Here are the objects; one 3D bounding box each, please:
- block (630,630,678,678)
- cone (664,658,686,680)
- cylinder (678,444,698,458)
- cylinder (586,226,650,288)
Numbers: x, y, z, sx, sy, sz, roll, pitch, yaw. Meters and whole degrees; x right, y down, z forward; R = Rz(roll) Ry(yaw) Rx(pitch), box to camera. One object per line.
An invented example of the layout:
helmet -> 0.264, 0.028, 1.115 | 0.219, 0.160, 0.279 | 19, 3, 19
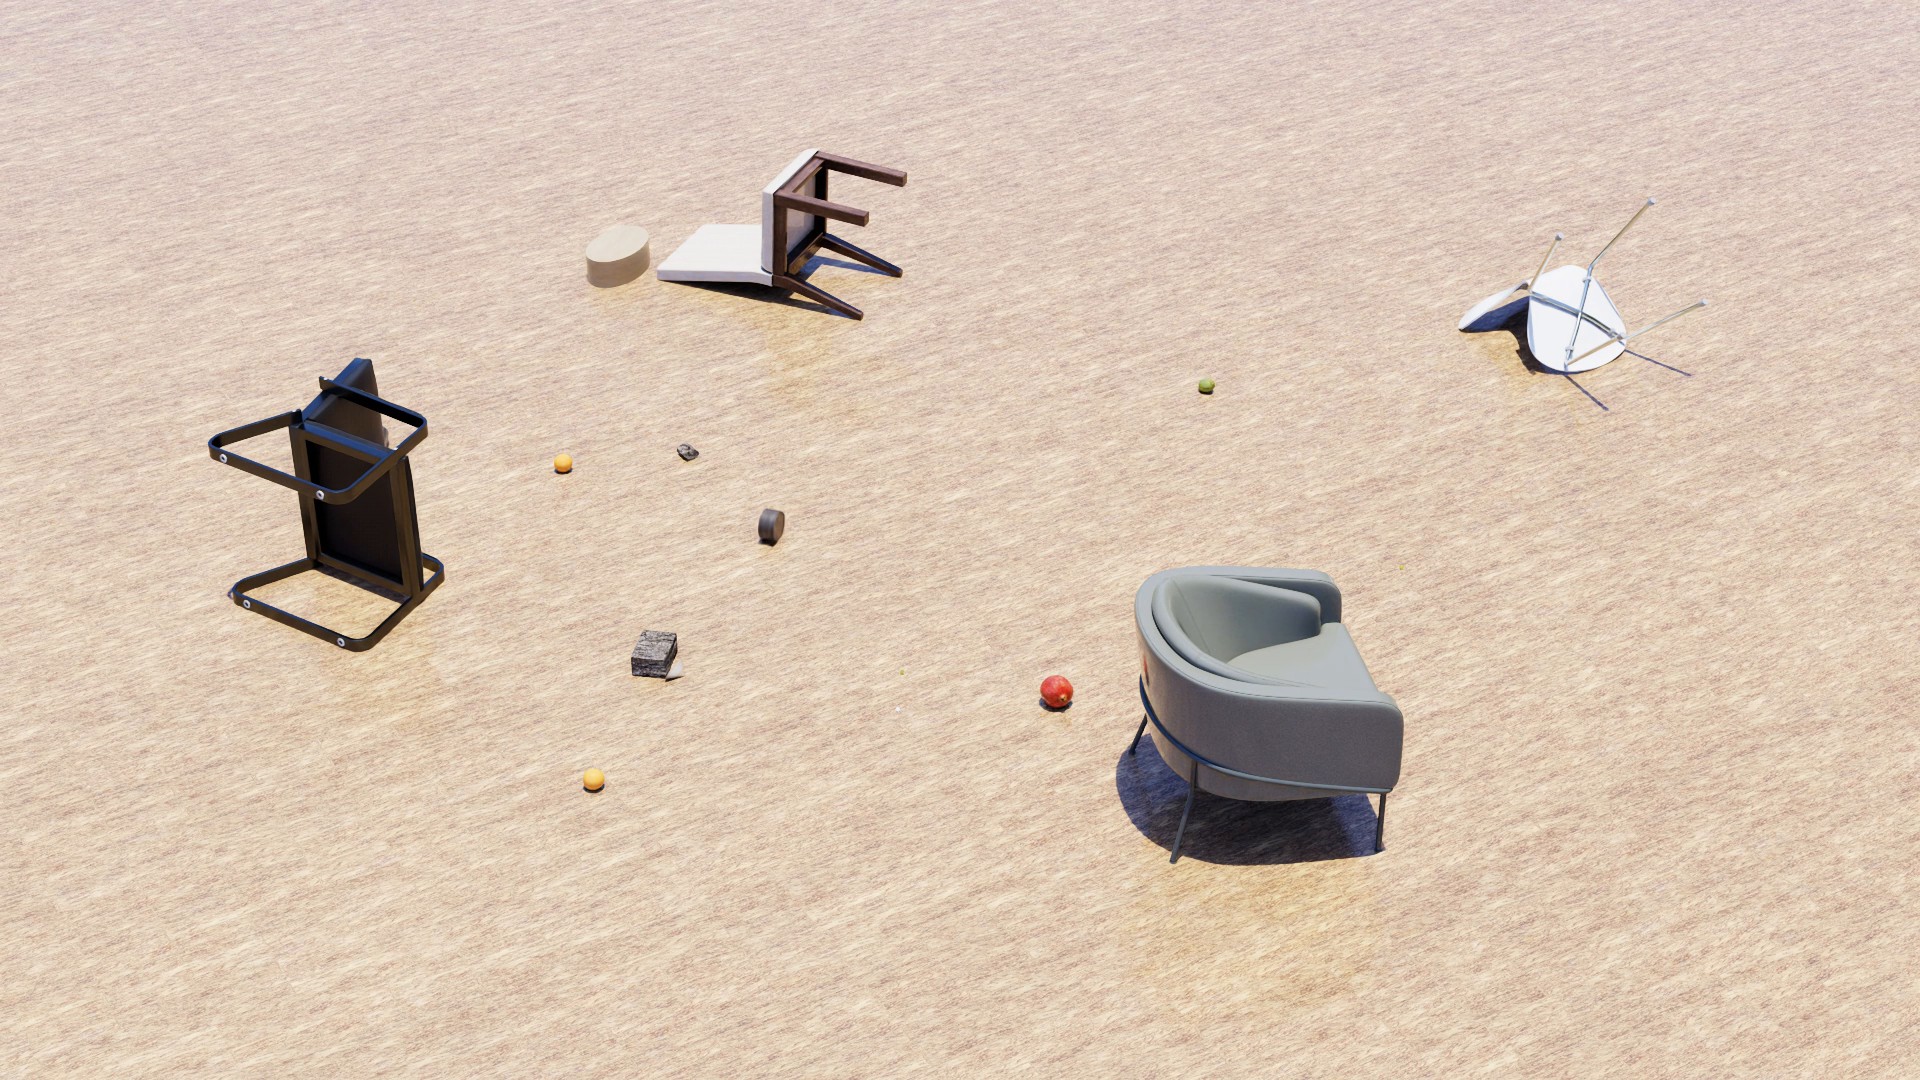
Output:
block -> -1.070, 0.400, 10.264 | 0.122, 0.081, 0.168 | 5, 34, 8
cone -> -0.979, 0.461, 10.225 | 0.053, 0.048, 0.122 | 32, 42, 2
cylinder -> -1.061, -0.344, 11.433 | 0.071, 0.037, 0.059 | -5, 41, 50
cylinder -> -1.479, -1.226, 12.690 | 0.228, 0.127, 0.357 | 15, 36, 22
